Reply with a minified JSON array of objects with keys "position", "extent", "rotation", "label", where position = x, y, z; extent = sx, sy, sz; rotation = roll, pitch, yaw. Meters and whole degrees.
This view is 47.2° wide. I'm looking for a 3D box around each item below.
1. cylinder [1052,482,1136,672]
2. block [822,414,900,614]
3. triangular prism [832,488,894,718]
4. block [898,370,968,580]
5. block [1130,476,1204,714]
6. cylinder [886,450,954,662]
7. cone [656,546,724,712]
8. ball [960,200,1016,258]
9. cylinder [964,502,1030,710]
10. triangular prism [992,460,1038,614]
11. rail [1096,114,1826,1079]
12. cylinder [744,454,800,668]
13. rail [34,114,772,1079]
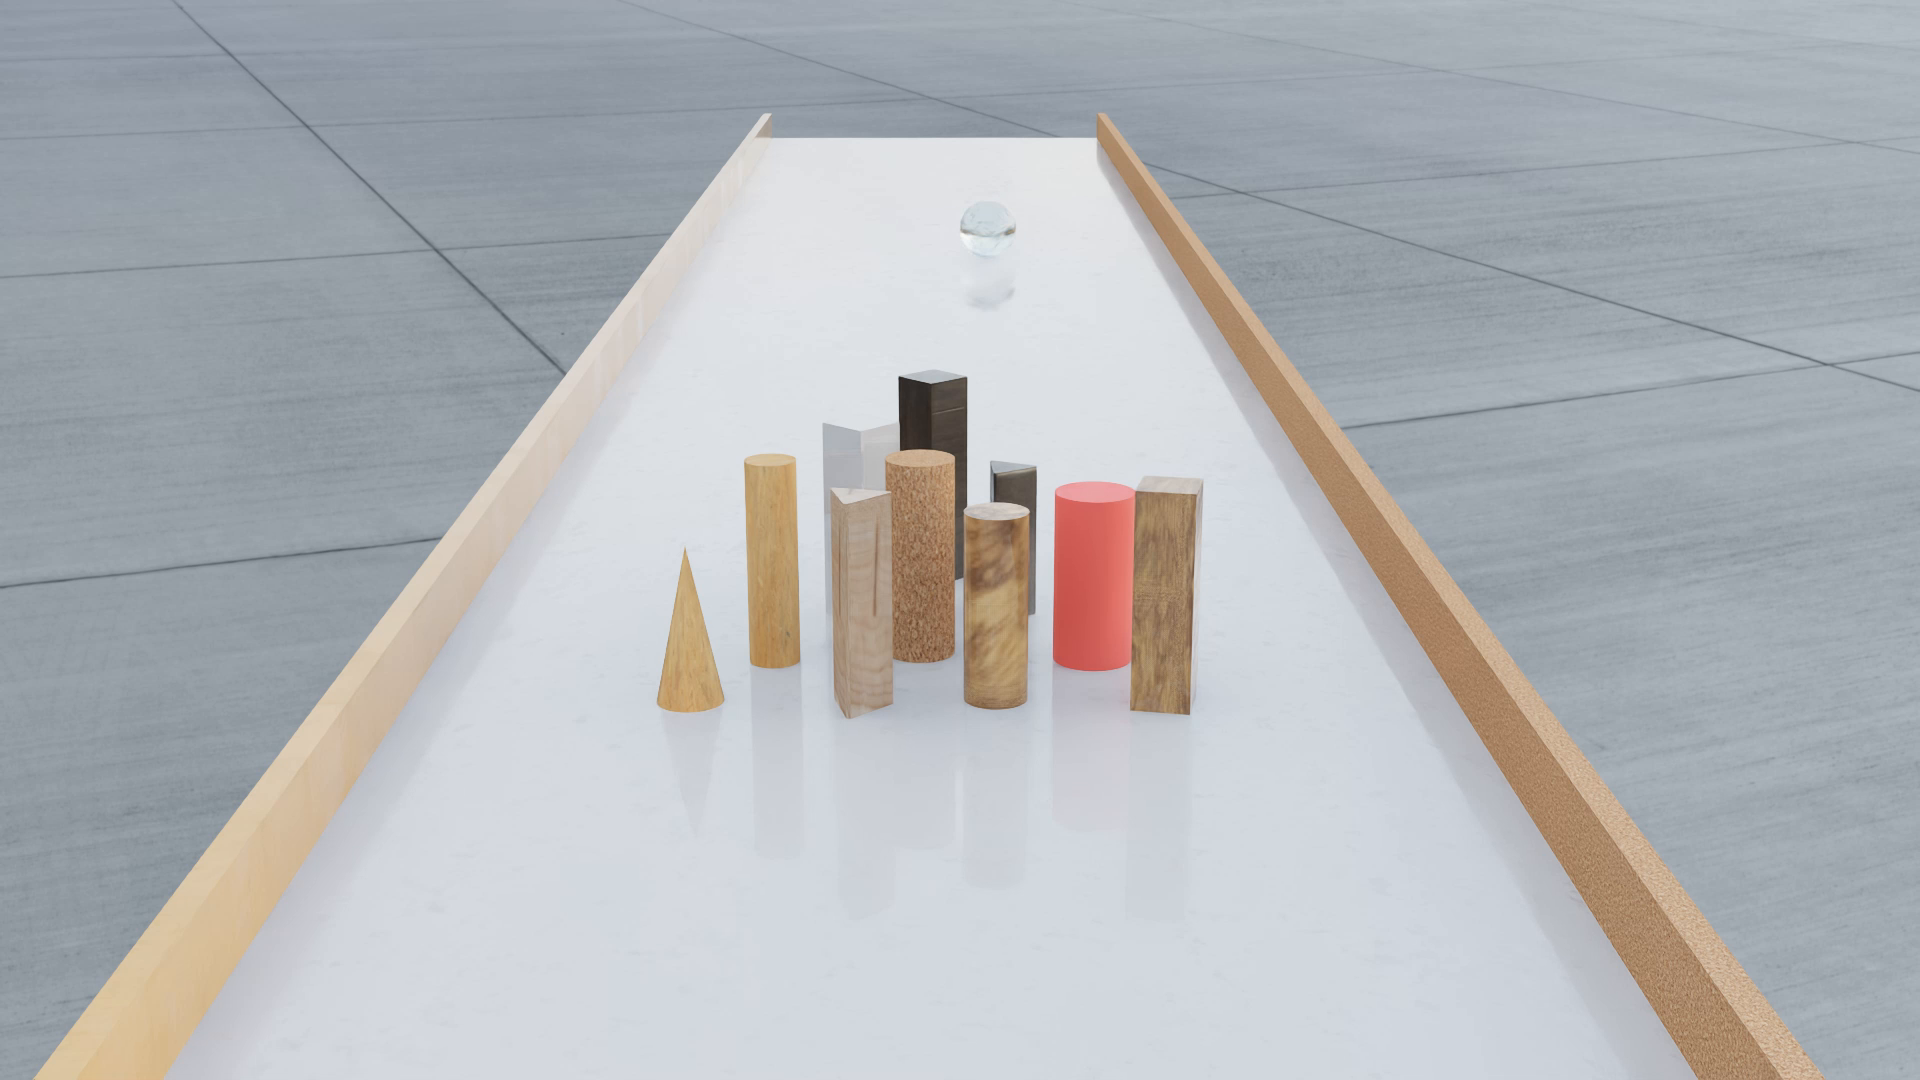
[{"position":[0.266,0.071,4.379],"extent":[0.159,0.347,0.159],"rotation":[0,17,0],"label":"cylinder"},{"position":[-0.207,-0.046,4.647],"extent":[0.114,0.418,0.114],"rotation":[15,22,41],"label":"block"},{"position":[-0.203,0.112,4.118],"extent":[0.100,0.417,0.116],"rotation":[16,23,42],"label":"triangular prism"},{"position":[-0.059,-0.138,4.885],"extent":[0.108,0.460,0.108],"rotation":[-15,22,-41],"label":"block"},{"position":[0.388,0.103,4.126],"extent":[0.113,0.429,0.113],"rotation":[4,17,12],"label":"block"},{"position":[-0.079,0.032,4.407],"extent":[0.138,0.405,0.138],"rotation":[0,17,0],"label":"cylinder"},{"position":[-0.514,0.158,4.153],"extent":[0.129,0.309,0.129],"rotation":[0,17,0],"label":"cone"},{"position":[0.116,-1.298,9.177],"extent":[0.236,0.236,0.236],"rotation":[0,17,0],"label":"ball"},{"position":[0.068,0.125,4.156],"extent":[0.123,0.372,0.123],"rotation":[0,17,0],"label":"cylinder"},{"position":[0.092,-0.002,4.662],"extent":[0.107,0.325,0.093],"rotation":[-11,20,-32],"label":"triangular prism"},{"position":[0.932,-0.844,7.801],"extent":[0.050,0.150,12.000],"rotation":[0,17,-1],"label":"rail"},{"position":[-0.371,0.042,4.358],"extent":[0.102,0.415,0.102],"rotation":[0,17,0],"label":"cylinder"},{"position":[-1.118,-0.838,7.780],"extent":[0.050,0.150,12.000],"rotation":[0,17,-1],"label":"rail"}]
